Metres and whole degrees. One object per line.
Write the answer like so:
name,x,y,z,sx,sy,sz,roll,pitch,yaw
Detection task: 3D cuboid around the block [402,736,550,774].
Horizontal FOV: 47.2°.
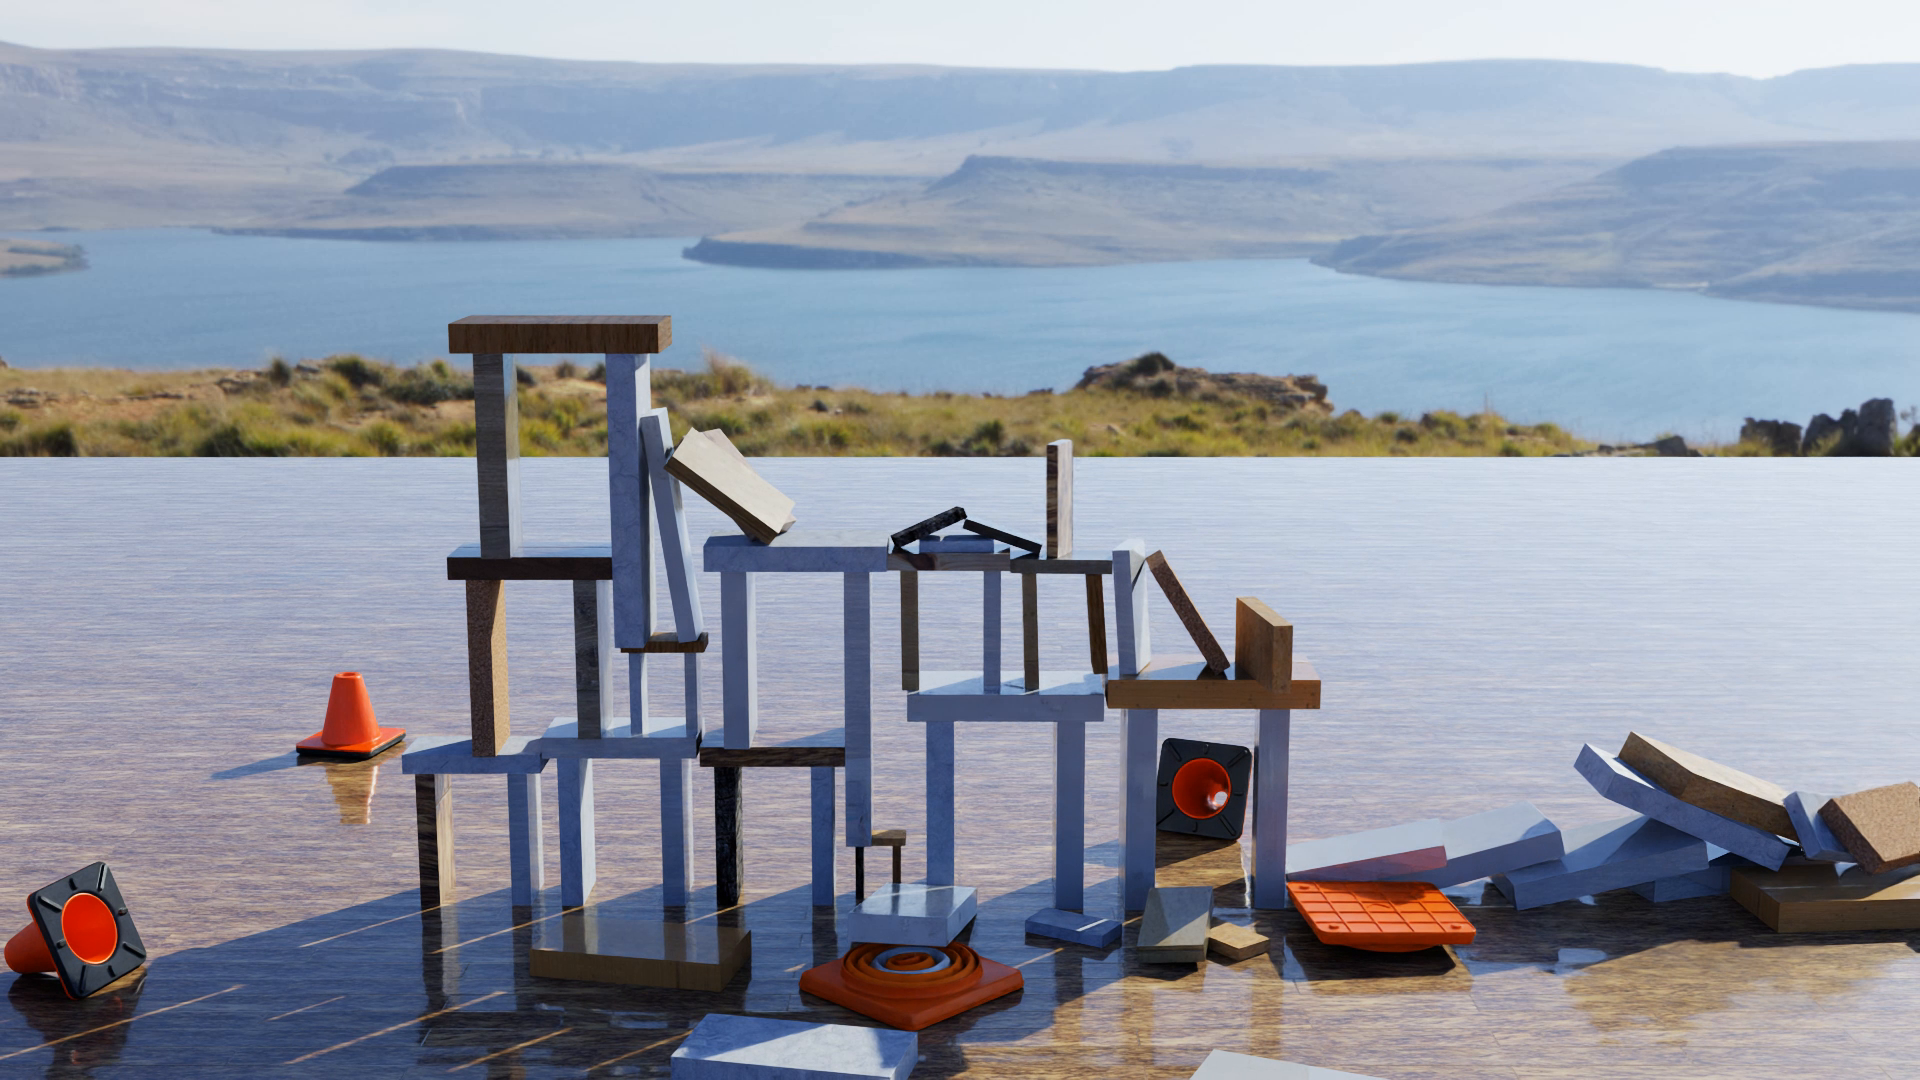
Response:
block,-0.794,0.354,3.625,0.224,0.032,0.112,0,11,0

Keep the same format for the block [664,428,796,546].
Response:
block,-0.368,-0.087,3.524,0.207,0.029,0.104,37,30,-9

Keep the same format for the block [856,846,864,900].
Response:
block,-0.166,0.546,3.657,0.013,0.092,0.046,0,11,0

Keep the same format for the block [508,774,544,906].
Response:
block,-0.720,0.480,3.648,0.032,0.224,0.112,0,11,0

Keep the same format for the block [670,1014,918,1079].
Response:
block,-0.221,0.699,2.964,0.301,0.043,0.150,2,11,12

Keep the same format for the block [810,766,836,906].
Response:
block,-0.226,0.474,3.650,0.033,0.236,0.118,0,11,0

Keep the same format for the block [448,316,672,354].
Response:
block,-0.632,-0.328,3.498,0.326,0.046,0.163,0,11,0

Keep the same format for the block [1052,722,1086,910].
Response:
block,0.179,0.434,3.643,0.045,0.317,0.158,0,11,0

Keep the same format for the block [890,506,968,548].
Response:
block,-0.051,-0.022,3.565,0.120,0.017,0.060,-24,8,-8

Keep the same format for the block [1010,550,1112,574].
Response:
block,0.163,0.035,3.566,0.164,0.023,0.082,1,10,1

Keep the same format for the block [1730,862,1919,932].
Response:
block,1.463,0.580,3.586,0.349,0.049,0.175,-1,11,-5

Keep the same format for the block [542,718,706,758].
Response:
block,-0.553,0.326,3.625,0.250,0.035,0.125,0,11,0

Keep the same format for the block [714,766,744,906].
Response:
block,-0.383,0.474,3.650,0.033,0.236,0.118,0,11,0

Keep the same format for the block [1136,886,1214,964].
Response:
block,0.339,0.601,3.443,0.102,0.029,0.203,-4,16,12

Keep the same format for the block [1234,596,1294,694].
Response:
block,0.485,0.167,3.522,0.031,0.109,0.219,-2,11,-8

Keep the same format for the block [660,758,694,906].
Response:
block,-0.469,0.466,3.651,0.035,0.250,0.125,0,11,0

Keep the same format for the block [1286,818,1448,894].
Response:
block,0.672,0.525,3.655,0.262,0.037,0.131,-12,10,11

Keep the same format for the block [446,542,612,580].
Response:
block,-0.685,0.034,3.565,0.262,0.037,0.131,0,11,0

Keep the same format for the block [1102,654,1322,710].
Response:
block,0.407,0.232,3.603,0.340,0.048,0.170,0,11,0

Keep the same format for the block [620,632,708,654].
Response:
block,-0.482,0.167,3.589,0.135,0.019,0.067,0,11,0

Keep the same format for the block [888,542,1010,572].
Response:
block,-0.017,0.027,3.564,0.197,0.028,0.099,0,11,1

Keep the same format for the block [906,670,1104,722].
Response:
block,0.073,0.256,3.610,0.317,0.045,0.158,0,11,0

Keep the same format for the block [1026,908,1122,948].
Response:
block,0.180,0.614,3.487,0.138,0.020,0.069,6,12,31

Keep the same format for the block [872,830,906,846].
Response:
block,-0.136,0.494,3.648,0.092,0.013,0.046,0,11,0

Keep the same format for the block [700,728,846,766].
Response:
block,-0.305,0.341,3.625,0.236,0.033,0.118,0,11,0

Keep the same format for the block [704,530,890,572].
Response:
block,-0.262,0.017,3.568,0.292,0.041,0.146,0,11,0

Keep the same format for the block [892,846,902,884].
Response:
block,-0.105,0.546,3.657,0.013,0.092,0.046,0,11,0

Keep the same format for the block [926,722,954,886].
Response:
block,-0.032,0.433,3.645,0.045,0.317,0.158,0,11,0

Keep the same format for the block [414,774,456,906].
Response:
block,-0.870,0.480,3.647,0.032,0.224,0.112,0,11,0

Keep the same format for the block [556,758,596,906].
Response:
block,-0.636,0.466,3.651,0.035,0.250,0.125,0,11,0

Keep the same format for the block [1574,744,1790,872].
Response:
block,1.202,0.444,3.671,0.325,0.046,0.162,23,10,-6
